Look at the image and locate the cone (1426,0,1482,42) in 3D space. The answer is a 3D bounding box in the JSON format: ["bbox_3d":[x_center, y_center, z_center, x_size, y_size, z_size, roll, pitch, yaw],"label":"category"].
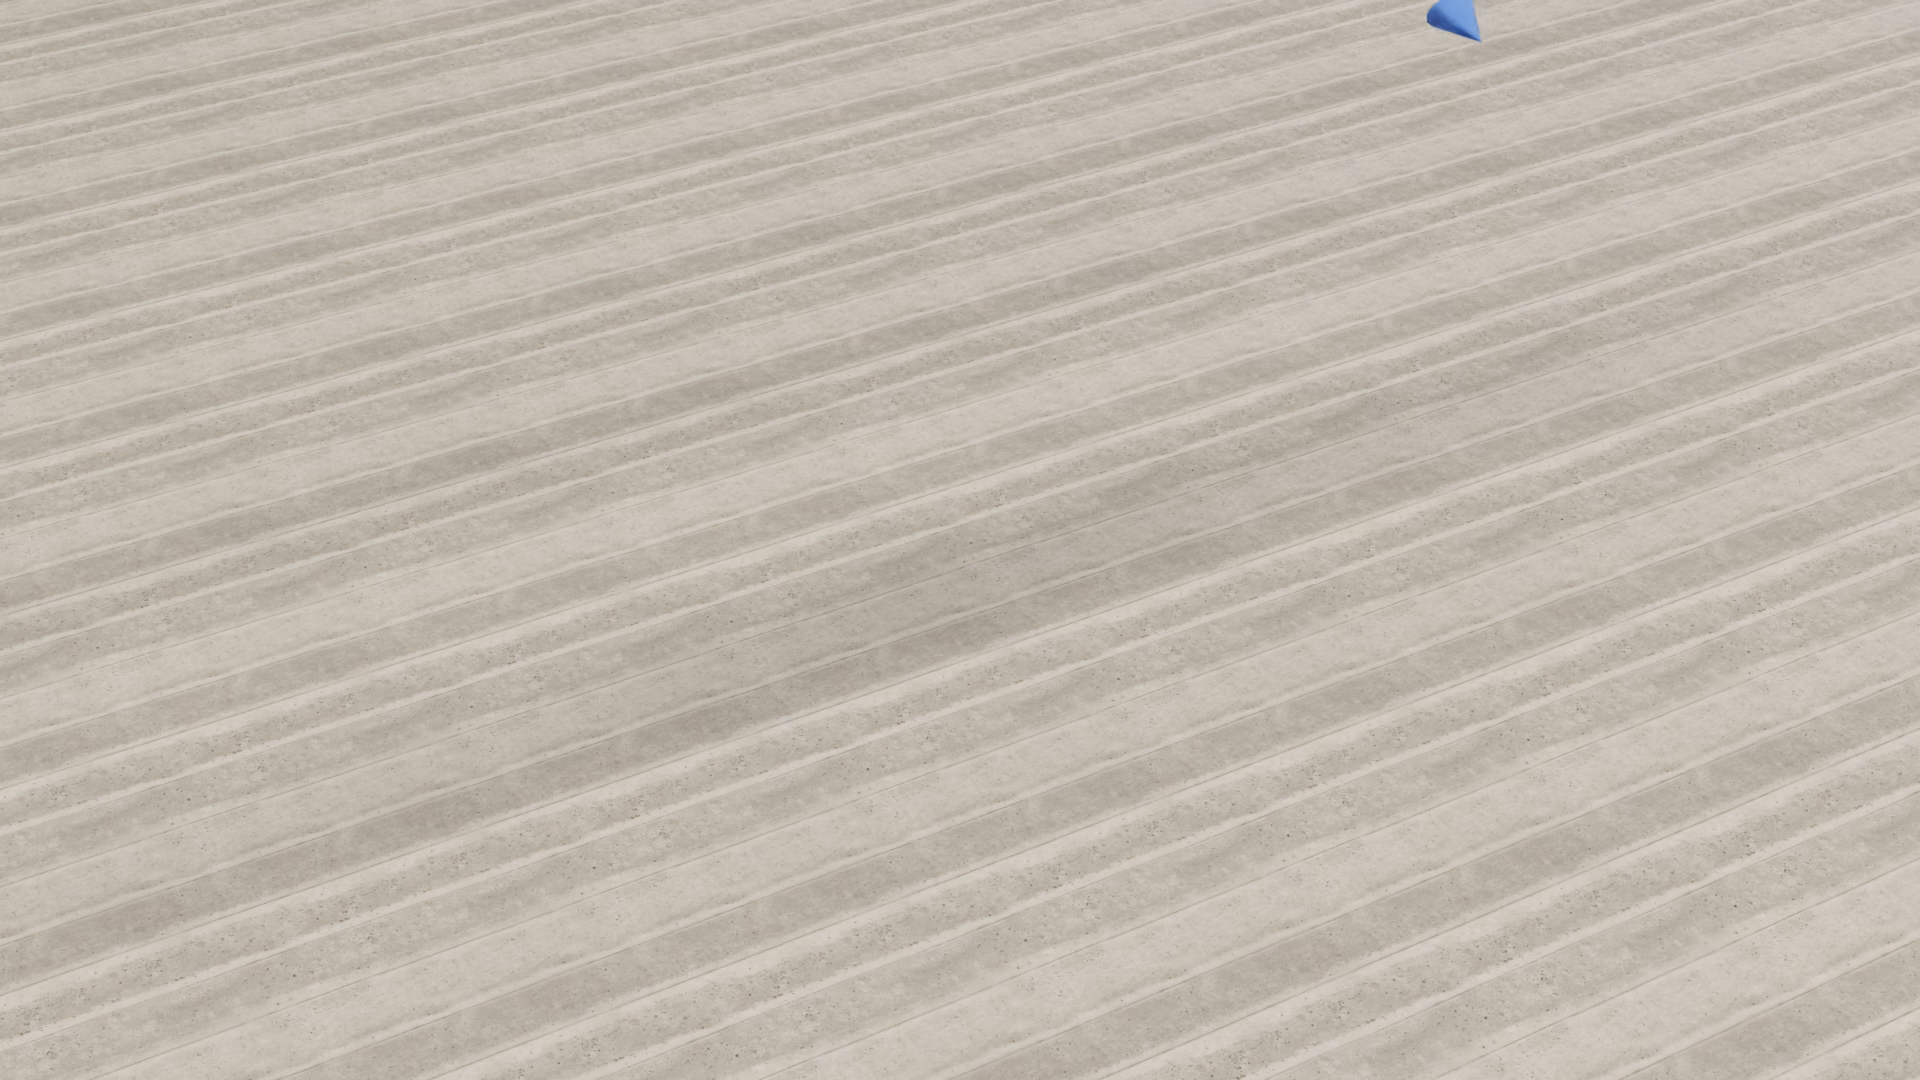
[{"bbox_3d":[1.519,-1.540,8.805,0.237,0.119,0.145,-7,49,-49],"label":"cone"}]
